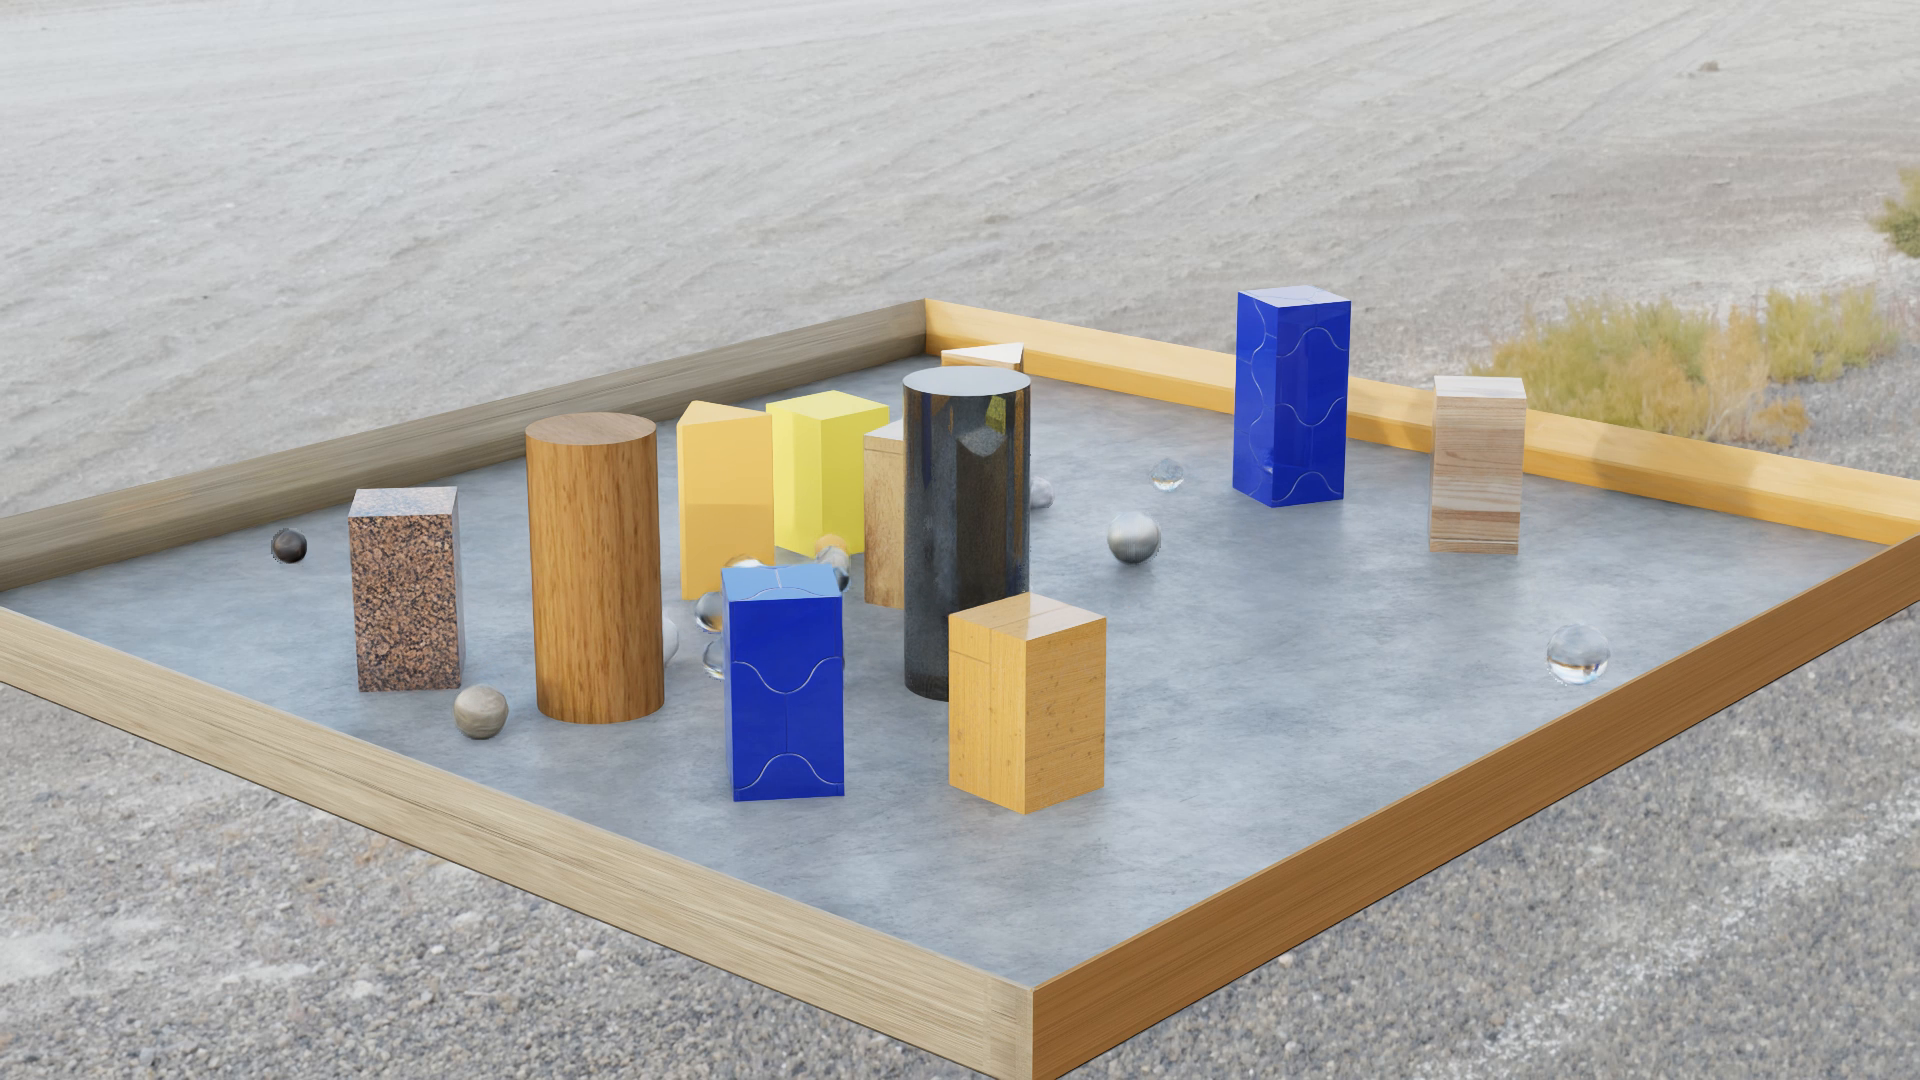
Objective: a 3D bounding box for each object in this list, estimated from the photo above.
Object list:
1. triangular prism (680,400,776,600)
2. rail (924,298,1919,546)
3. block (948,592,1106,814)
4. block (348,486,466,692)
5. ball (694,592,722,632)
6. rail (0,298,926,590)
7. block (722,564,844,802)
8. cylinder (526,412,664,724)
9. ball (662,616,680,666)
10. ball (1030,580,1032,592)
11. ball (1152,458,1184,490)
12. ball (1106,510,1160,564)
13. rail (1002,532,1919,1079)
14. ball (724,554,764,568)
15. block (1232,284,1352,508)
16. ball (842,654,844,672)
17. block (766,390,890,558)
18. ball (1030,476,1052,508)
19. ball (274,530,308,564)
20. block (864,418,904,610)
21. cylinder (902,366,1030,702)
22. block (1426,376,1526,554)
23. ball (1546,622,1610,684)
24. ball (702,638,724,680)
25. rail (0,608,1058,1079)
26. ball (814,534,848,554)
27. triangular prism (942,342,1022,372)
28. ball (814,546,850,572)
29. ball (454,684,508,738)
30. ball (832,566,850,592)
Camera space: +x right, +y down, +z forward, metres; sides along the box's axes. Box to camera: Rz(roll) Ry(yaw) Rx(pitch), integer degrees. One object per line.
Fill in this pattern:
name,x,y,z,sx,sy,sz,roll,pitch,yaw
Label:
triangular prism,-0.436,-0.076,5.162,0.173,0.315,0.150,-8,19,-25
rail,0.873,-0.257,6.083,2.572,0.130,0.045,14,22,39
block,0.097,0.233,4.231,0.160,0.260,0.160,-15,22,-40
block,-0.883,0.078,4.695,0.160,0.290,0.160,-2,17,-6
ball,-0.413,0.120,4.937,0.069,0.069,0.069,0,17,0
rail,-0.953,-0.206,5.912,0.045,0.130,2.711,14,22,39
block,-0.257,0.205,4.251,0.160,0.302,0.160,-2,17,-8
cylinder,-0.564,0.042,4.545,0.199,0.444,0.199,0,17,0
ball,-0.500,0.163,4.757,0.090,0.090,0.090,0,17,0
ball,0.077,0.081,5.027,0.093,0.093,0.093,0,17,0
ball,0.408,-0.129,5.772,0.064,0.064,0.064,0,17,0
ball,0.314,-0.005,5.307,0.095,0.095,0.095,0,17,0
rail,0.953,0.271,4.327,0.045,0.130,2.711,14,22,39
ball,-0.374,0.065,5.098,0.082,0.082,0.082,0,17,0
block,0.644,-0.281,5.704,0.160,0.395,0.160,-7,18,-22
ball,-0.230,0.195,4.645,0.095,0.095,0.095,0,17,0
block,-0.242,-0.120,5.394,0.160,0.265,0.160,-14,22,-39
ball,0.149,-0.092,5.657,0.061,0.061,0.061,0,17,0
ball,-1.213,0.012,5.311,0.061,0.061,0.061,0,17,0
block,-0.056,-0.044,5.078,0.160,0.302,0.160,10,19,29
cylinder,0.011,-0.010,4.629,0.199,0.496,0.199,0,17,0
block,0.951,-0.139,5.408,0.160,0.294,0.160,2,17,7
ball,0.987,0.181,4.681,0.100,0.100,0.100,0,17,0
ball,-0.380,0.191,4.708,0.066,0.066,0.066,0,17,0
rail,-0.873,0.322,4.157,2.572,0.130,0.045,14,22,39
ball,-0.233,0.018,5.291,0.060,0.060,0.060,0,17,0
triangular prism,0.077,-0.216,5.640,0.173,0.307,0.150,11,20,33
ball,-0.227,0.042,5.207,0.063,0.063,0.063,0,17,0
ball,-0.728,0.259,4.453,0.083,0.083,0.083,0,17,0
ball,-0.217,0.069,5.150,0.045,0.045,0.045,0,17,0
